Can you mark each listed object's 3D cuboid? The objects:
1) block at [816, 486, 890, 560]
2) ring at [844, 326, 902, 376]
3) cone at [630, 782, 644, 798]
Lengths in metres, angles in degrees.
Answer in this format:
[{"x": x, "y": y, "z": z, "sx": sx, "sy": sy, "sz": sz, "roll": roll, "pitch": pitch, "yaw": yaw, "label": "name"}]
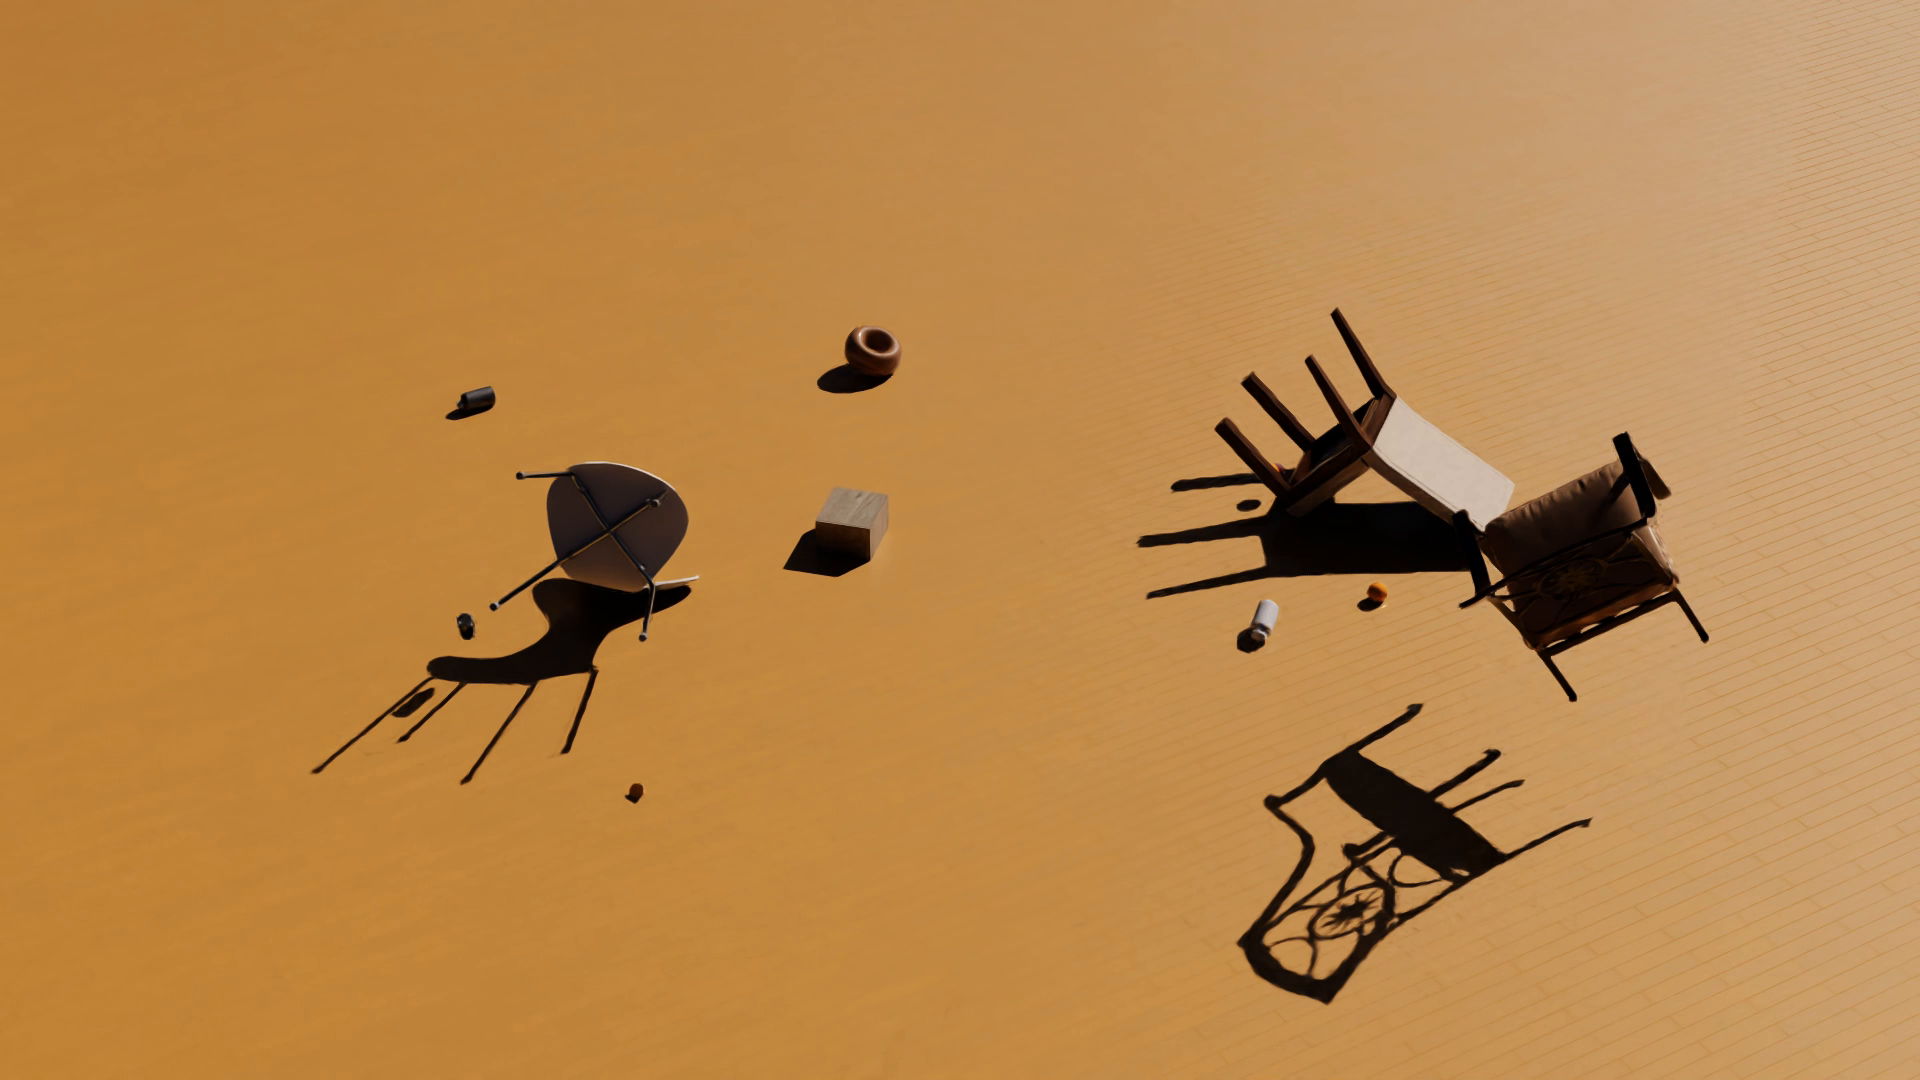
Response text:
[{"x": -0.400, "y": -0.061, "z": 10.908, "sx": 0.210, "sy": 0.142, "sz": 0.244, "roll": 8, "pitch": 34, "yaw": 13, "label": "block"}, {"x": -0.354, "y": -0.771, "z": 11.957, "sx": 0.242, "sy": 0.118, "sz": 0.231, "roll": 13, "pitch": 46, "yaw": -13, "label": "ring"}, {"x": -1.054, "y": 0.827, "z": 9.668, "sx": 0.062, "sy": 0.052, "sz": 0.041, "roll": -18, "pitch": -17, "yaw": 30, "label": "cone"}]
